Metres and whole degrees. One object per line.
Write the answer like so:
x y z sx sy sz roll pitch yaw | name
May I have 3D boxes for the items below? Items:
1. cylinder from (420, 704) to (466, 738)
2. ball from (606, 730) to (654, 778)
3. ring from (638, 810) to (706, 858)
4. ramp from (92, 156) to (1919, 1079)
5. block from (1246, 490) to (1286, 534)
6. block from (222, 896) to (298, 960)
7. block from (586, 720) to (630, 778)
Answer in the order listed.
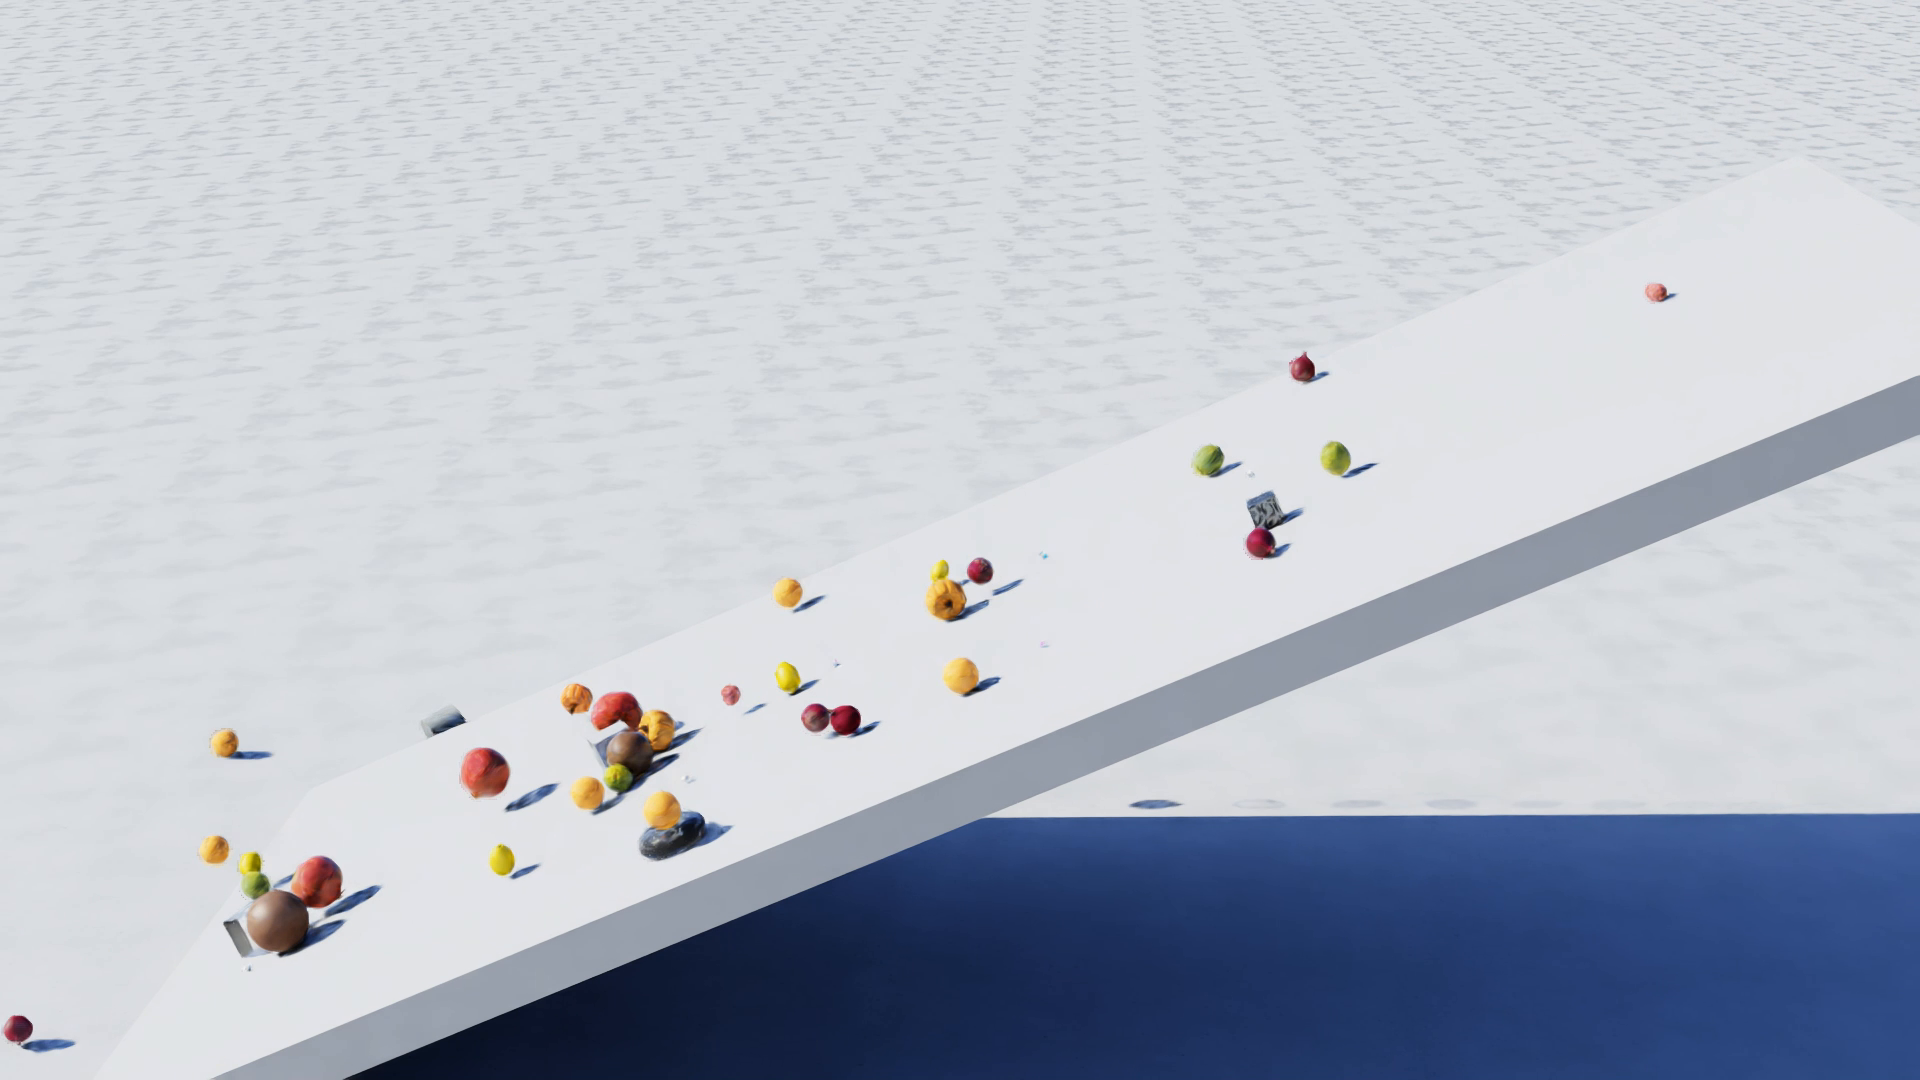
-1.349 0.489 7.698 0.090 0.090 0.090 -32 28 -23 | cylinder
-0.701 0.454 6.246 0.100 0.100 0.100 0 15 0 | ball
-0.553 0.566 5.646 0.139 0.046 0.139 -24 13 6 | ring
0.133 0.170 6.284 4.000 0.100 2.000 -23 13 8 | ramp
0.617 -0.057 5.930 0.059 0.059 0.059 -23 13 9 | block
-1.488 0.823 6.253 0.091 0.091 0.091 -15 16 38 | block
-0.744 0.453 6.364 0.085 0.085 0.085 -28 13 -15 | block
